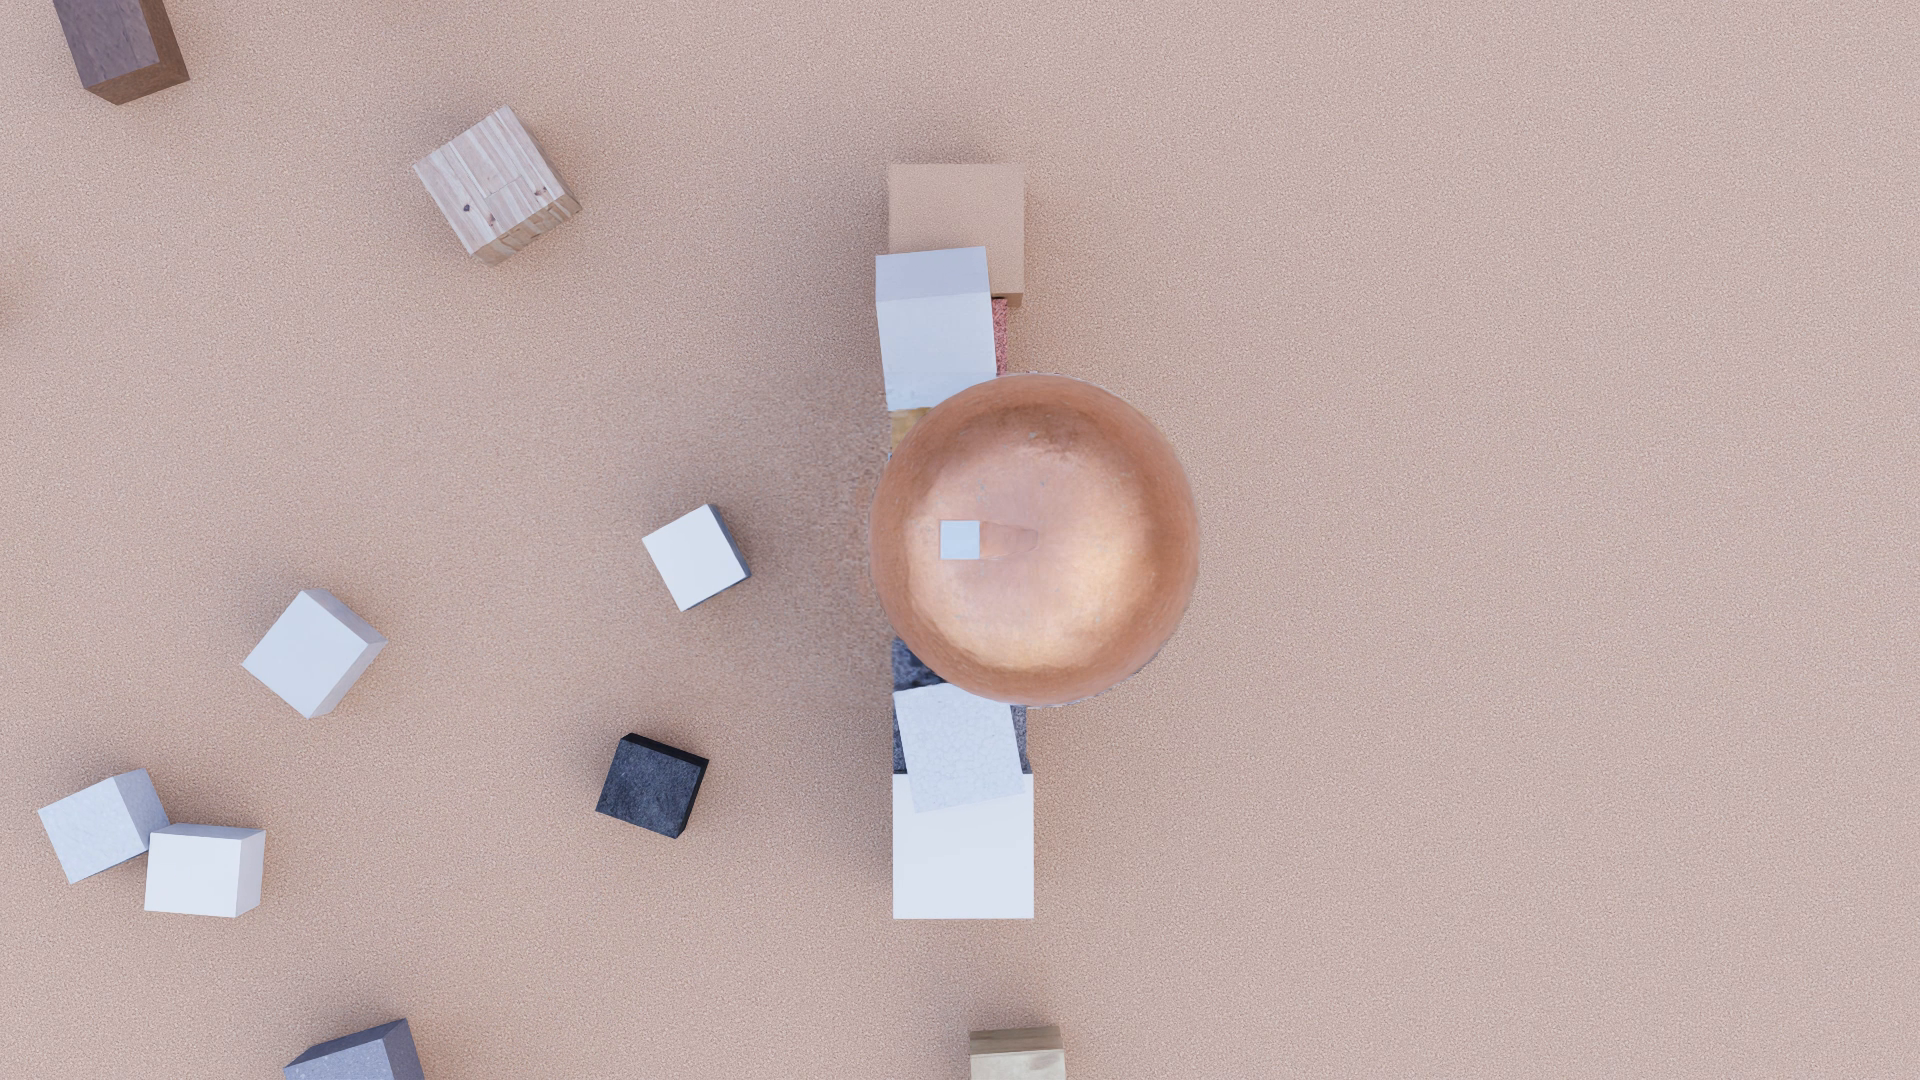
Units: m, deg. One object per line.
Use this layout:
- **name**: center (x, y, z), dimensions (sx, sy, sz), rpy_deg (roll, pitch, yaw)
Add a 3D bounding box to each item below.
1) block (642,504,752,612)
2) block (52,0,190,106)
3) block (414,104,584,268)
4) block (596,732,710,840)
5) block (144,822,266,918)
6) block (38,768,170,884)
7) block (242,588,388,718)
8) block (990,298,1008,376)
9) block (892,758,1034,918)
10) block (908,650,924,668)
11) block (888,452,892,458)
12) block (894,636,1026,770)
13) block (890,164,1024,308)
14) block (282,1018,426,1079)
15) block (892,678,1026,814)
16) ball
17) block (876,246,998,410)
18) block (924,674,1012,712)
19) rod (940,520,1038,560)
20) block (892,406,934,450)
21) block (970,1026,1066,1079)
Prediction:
- **block**: center (-1.523, 0.101, 12.795), dimensions (0.424, 0.411, 0.475), rpy_deg (-28, 90, 0)
- **block**: center (-4.855, -2.896, 12.752), dimensions (0.460, 0.497, 0.537), rpy_deg (-20, 90, 0)
- **block**: center (-2.659, -2.034, 12.705), dimensions (0.639, 0.590, 0.599), rpy_deg (-33, 90, 0)
- **block**: center (-1.785, 1.425, 12.792), dimensions (0.491, 0.417, 0.438), rpy_deg (19, 90, 0)
- **block**: center (-4.380, 1.914, 12.778), dimensions (0.520, 0.445, 0.444), rpy_deg (5, 90, 0)
- **block**: center (-4.938, 1.652, 12.751), dimensions (0.470, 0.499, 0.461), rpy_deg (-24, 90, 0)
- **block**: center (-3.738, 0.654, 12.773), dimensions (0.489, 0.455, 0.549), rpy_deg (39, 90, 0)
- **block**: center (0.015, -1.115, 12.712), dimensions (0.502, 0.576, 0.492), rpy_deg (0, 90, 0)
- **block**: center (0.018, 1.690, 12.568), dimensions (0.775, 0.865, 0.796), rpy_deg (0, 90, 0)
- **block**: center (-0.057, 0.418, 12.068), dimensions (0.477, 0.451, 0.482), rpy_deg (-7, 90, 0)
- **block**: center (-0.073, -0.180, 11.948), dimensions (0.626, 0.545, 0.562), rpy_deg (1, 90, 0)
- **block**: center (-0.001, 0.923, 12.657), dimensions (0.747, 0.685, 0.726), rpy_deg (0, 90, 0)
- **block**: center (-0.019, -1.734, 12.617), dimensions (0.750, 0.765, 0.716), rpy_deg (0, 90, 0)
- **block**: center (-3.471, 3.181, 12.727), dimensions (0.586, 0.547, 0.571), rpy_deg (-17, 90, 0)
- **block**: center (-0.004, 1.042, 11.582), dimensions (0.580, 0.562, 0.634), rpy_deg (-10, 90, 0)
- **ball**: center (0.355, 0.000, 10.562), dimensions (1.600, 1.600, 1.600), rpy_deg (0, 90, 0)
- **block**: center (-0.126, -1.158, 11.993), dimensions (0.604, 0.616, 0.645), rpy_deg (-5, 120, 1)
- **block**: center (0.030, 0.996, 12.089), dimensions (0.479, 0.452, 0.465), rpy_deg (5, 90, 0)
- **rod**: center (0.154, 0.000, 7.168), dimensions (0.080, 5.200, 0.080), rpy_deg (0, 90, 3)
- **block**: center (0.005, -0.491, 12.610), dimensions (0.771, 0.780, 0.743), rpy_deg (0, 90, 0)
- **block**: center (0.338, 3.138, 12.702), dimensions (0.529, 0.595, 0.501), rpy_deg (-4, 90, 0)
